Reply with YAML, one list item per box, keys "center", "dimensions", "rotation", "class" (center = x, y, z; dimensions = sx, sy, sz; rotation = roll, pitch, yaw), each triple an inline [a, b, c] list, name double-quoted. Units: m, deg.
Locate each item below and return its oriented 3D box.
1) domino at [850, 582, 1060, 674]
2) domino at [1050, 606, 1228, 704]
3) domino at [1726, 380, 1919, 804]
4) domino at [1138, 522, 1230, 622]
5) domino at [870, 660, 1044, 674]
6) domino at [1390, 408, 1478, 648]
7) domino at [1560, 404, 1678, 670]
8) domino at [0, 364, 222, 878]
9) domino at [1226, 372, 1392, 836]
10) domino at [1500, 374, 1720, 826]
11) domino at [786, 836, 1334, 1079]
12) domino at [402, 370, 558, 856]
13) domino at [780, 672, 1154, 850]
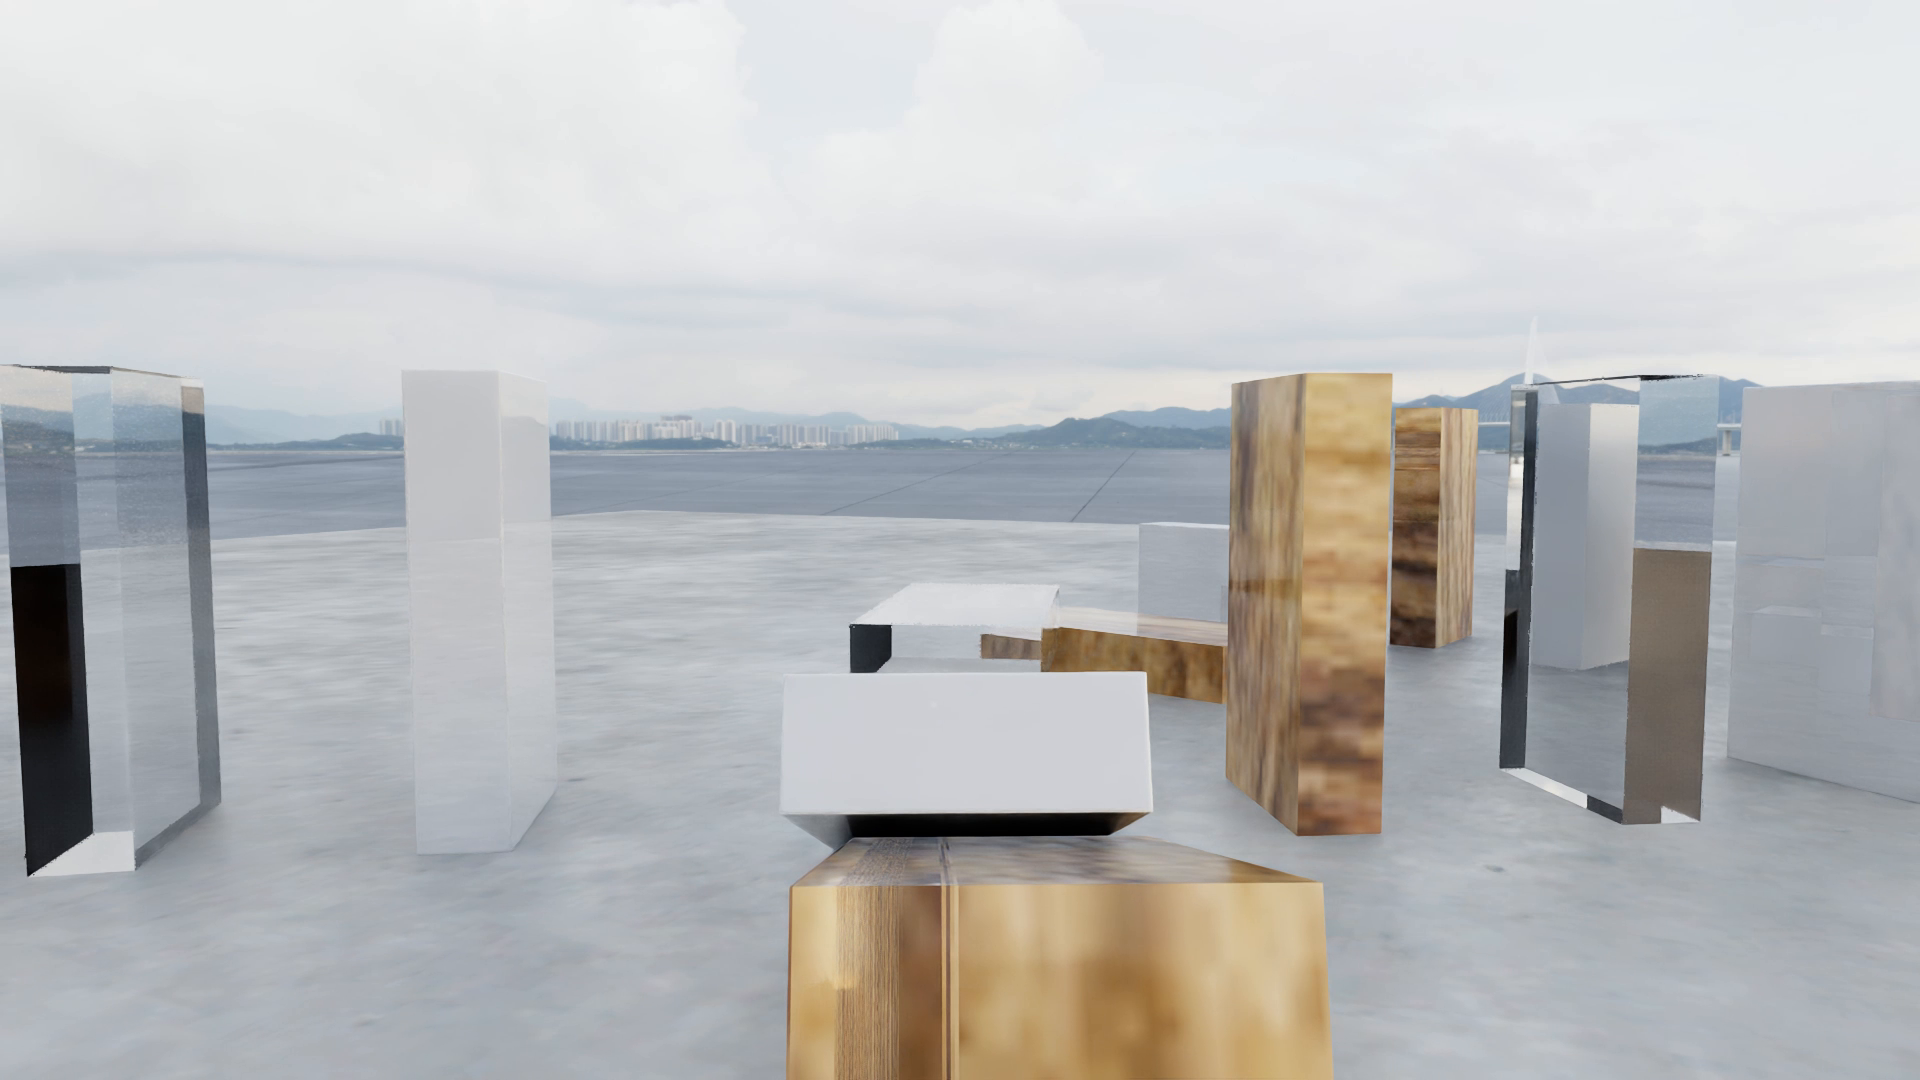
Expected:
- center: [0.001, 0.014, 0.191]
  dimensions: [0.025, 0.009, 0.050]
  rotation: [1, 4, 7]
  class: "domino"
- center: [0.033, 0.020, 0.236]
  dimensions: [0.050, 0.009, 0.025]
  rotation: [4, 6, 42]
  class: "domino"
- center: [0.113, 0.005, 0.163]
  dimensions: [0.010, 0.050, 0.025]
  rotation: [-2, 5, -22]
  class: "domino"
- center: [0.060, 0.010, 0.269]
  dimensions: [0.050, 0.025, 0.010]
  rotation: [4, 6, 44]
  class: "domino"
- center: [-0.002, 0.025, 0.171]
  dimensions: [0.025, 0.009, 0.050]
  rotation: [0, 4, 4]
  class: "domino"
- center: [0.103, -0.003, 0.278]
  dimensions: [0.010, 0.050, 0.025]
  rotation: [3, 5, 38]
  class: "domino"
- center: [0.129, -0.001, 0.252]
  dimensions: [0.025, 0.050, 0.010]
  rotation: [-3, 6, -39]
  class: "domino"
- center: [-0.090, 0.007, 0.137]
  dimensions: [0.010, 0.050, 0.025]
  rotation: [-1, 4, -12]
  class: "domino"
- center: [0.040, 0.006, 0.150]
  dimensions: [0.009, 0.050, 0.025]
  rotation: [0, 4, -6]
  class: "domino"
- center: [0.077, 0.006, 0.154]
  dimensions: [0.009, 0.050, 0.025]
  rotation: [-1, 4, -8]
  class: "domino"
- center: [0.004, 0.025, 0.084]
  dimensions: [0.025, 0.009, 0.050]
  rotation: [0, -10, -1]
  class: "domino"
- center: [-0.053, 0.007, 0.144]
  dimensions: [0.009, 0.050, 0.025]
  rotation: [-1, 4, -7]
  class: "domino"
- center: [0.000, 0.021, 0.111]
  dimensions: [0.025, 0.009, 0.050]
  rotation: [0, -17, -1]
  class: "domino"
